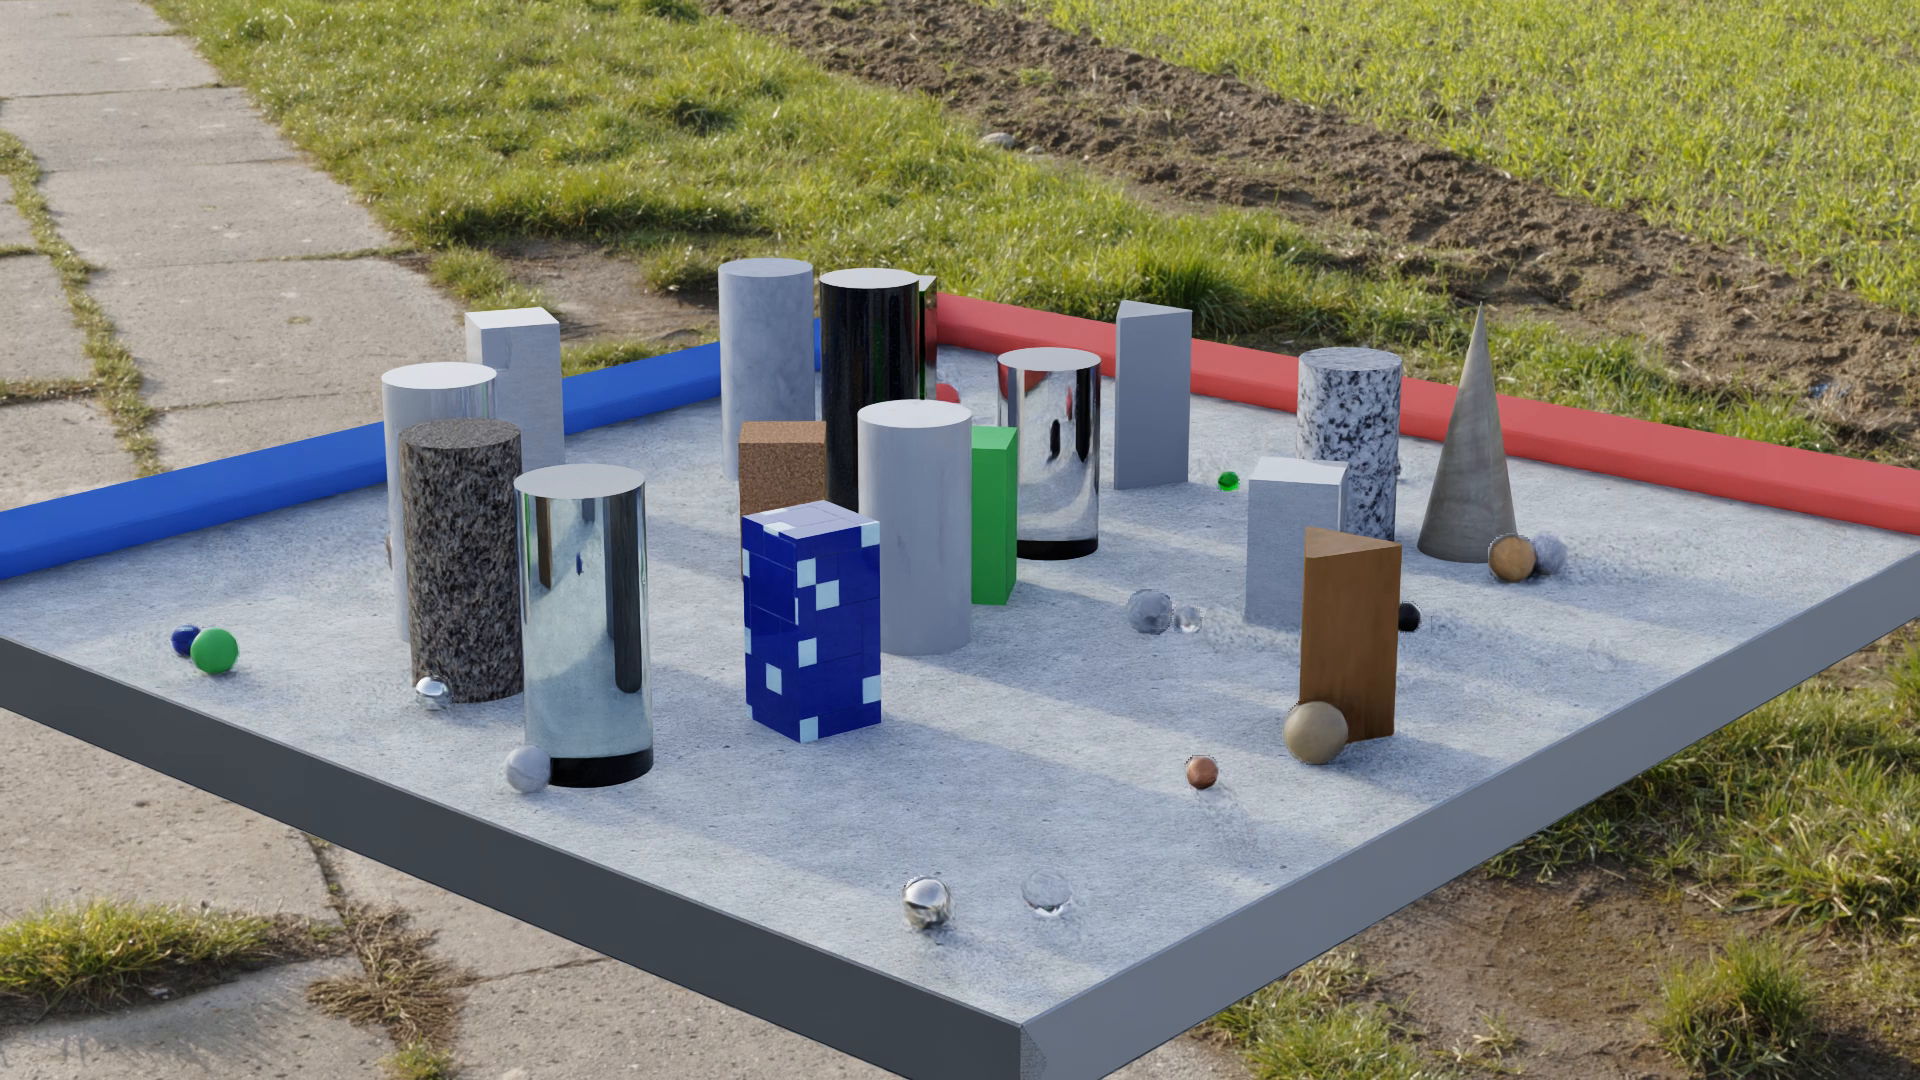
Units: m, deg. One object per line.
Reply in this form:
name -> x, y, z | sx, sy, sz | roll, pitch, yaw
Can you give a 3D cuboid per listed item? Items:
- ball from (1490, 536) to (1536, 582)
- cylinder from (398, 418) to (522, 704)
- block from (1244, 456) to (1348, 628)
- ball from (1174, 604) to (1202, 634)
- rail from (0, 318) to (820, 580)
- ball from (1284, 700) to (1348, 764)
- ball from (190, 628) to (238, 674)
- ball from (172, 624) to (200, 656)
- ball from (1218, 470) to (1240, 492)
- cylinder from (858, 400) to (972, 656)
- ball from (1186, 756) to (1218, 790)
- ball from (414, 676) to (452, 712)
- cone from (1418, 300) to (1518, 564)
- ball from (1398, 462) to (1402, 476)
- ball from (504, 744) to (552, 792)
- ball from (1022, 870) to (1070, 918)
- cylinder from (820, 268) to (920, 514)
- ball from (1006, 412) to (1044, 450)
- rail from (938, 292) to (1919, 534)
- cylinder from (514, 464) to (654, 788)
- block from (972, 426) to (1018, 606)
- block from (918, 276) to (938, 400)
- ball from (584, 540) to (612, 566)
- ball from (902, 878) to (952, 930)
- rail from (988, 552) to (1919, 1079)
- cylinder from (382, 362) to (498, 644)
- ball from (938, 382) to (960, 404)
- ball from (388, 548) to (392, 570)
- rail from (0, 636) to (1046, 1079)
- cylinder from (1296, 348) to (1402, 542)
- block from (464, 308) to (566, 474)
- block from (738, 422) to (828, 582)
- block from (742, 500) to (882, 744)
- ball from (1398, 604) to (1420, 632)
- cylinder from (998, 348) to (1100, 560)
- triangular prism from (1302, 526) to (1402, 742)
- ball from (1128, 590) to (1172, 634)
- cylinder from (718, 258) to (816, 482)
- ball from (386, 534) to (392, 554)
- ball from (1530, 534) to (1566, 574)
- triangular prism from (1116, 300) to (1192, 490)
ball -> 0.978, 0.033, 5.185 | 0.081, 0.081, 0.081 | 0, 17, 0
cylinder -> -0.778, 0.031, 4.619 | 0.187, 0.413, 0.187 | 0, 17, 0
block -> 0.573, 0.004, 4.984 | 0.150, 0.254, 0.150 | 4, 17, 13
ball -> 0.381, 0.133, 4.915 | 0.047, 0.047, 0.047 | 0, 17, 0
rail -> -0.986, -0.217, 5.940 | 0.045, 0.121, 2.857 | 14, 22, 39
ball -> 0.527, 0.284, 4.334 | 0.094, 0.094, 0.094 | 0, 17, 0
ball -> -1.200, 0.179, 4.717 | 0.074, 0.074, 0.074 | 0, 17, 0
ball -> -1.266, 0.164, 4.804 | 0.051, 0.051, 0.051 | 0, 17, 0
ball -> 0.527, -0.116, 5.748 | 0.041, 0.041, 0.041 | 0, 17, 0
cylinder -> -0.074, -0.022, 4.840 | 0.187, 0.386, 0.187 | 0, 17, 0
ball -> 0.350, 0.337, 4.240 | 0.047, 0.047, 0.047 | 0, 17, 0
ball -> -0.818, 0.238, 4.549 | 0.057, 0.057, 0.057 | 0, 17, 0
cone -> 0.934, -0.208, 5.317 | 0.187, 0.466, 0.187 | 0, 17, 0
ball -> 0.855, -0.140, 5.821 | 0.044, 0.044, 0.044 | 0, 17, 0
ball -> -0.623, 0.330, 4.225 | 0.069, 0.069, 0.069 | 0, 17, 0
ball -> 0.111, 0.459, 3.809 | 0.062, 0.062, 0.062 | 0, 17, 0
cylinder -> -0.170, -0.274, 5.558 | 0.187, 0.453, 0.187 | 0, 17, 0
ball -> 0.134, -0.224, 6.038 | 0.079, 0.079, 0.079 | 0, 17, 0
rail -> 0.921, -0.277, 6.136 | 2.658, 0.121, 0.045 | 14, 22, 39
cylinder -> -0.547, 0.124, 4.273 | 0.187, 0.436, 0.187 | 0, 17, 0
block -> 0.015, -0.045, 5.101 | 0.150, 0.279, 0.150 | 2, 17, 8
block -> -0.133, -0.349, 5.971 | 0.150, 0.358, 0.150 | 3, 17, 9
ball -> -0.652, 0.023, 5.277 | 0.047, 0.047, 0.047 | 0, 17, 0
ball -> -0.043, 0.468, 3.774 | 0.066, 0.066, 0.066 | 0, 17, 0
rail -> 0.986, 0.278, 4.302 | 0.045, 0.121, 2.857 | 14, 22, 39
cylinder -> -0.854, -0.060, 4.872 | 0.187, 0.440, 0.187 | 0, 17, 0
ball -> -0.039, -0.299, 6.291 | 0.077, 0.077, 0.077 | 0, 17, 0
ball -> -0.973, 0.034, 5.190 | 0.076, 0.076, 0.076 | 0, 17, 0
rail -> -0.921, 0.338, 4.105 | 2.658, 0.121, 0.045 | 14, 22, 39
cylinder -> 0.711, -0.166, 5.389 | 0.187, 0.344, 0.187 | 0, 17, 0
block -> -0.850, -0.245, 5.609 | 0.150, 0.368, 0.150 | -6, 18, -20
block -> -0.313, -0.070, 5.226 | 0.150, 0.254, 0.150 | 0, 17, -1
block -> -0.226, 0.123, 4.473 | 0.150, 0.322, 0.150 | -12, 21, -35
ball -> 0.748, 0.130, 4.919 | 0.049, 0.049, 0.049 | 0, 17, 0
cylinder -> 0.161, -0.158, 5.349 | 0.187, 0.353, 0.187 | 0, 17, 0
triangular prism -> 0.558, 0.142, 4.445 | 0.162, 0.301, 0.140 | -7, 18, -23
ball -> 0.318, 0.121, 4.908 | 0.073, 0.073, 0.073 | 0, 17, 0
cylinder -> -0.382, -0.336, 5.826 | 0.187, 0.418, 0.187 | 0, 17, 0
ball -> -1.013, 0.007, 5.315 | 0.056, 0.056, 0.056 | 0, 17, 0
ball -> 1.044, 0.026, 5.224 | 0.073, 0.073, 0.073 | 0, 17, 0
triangular prism -> 0.352, -0.292, 5.803 | 0.162, 0.345, 0.140 | -7, 18, -22
